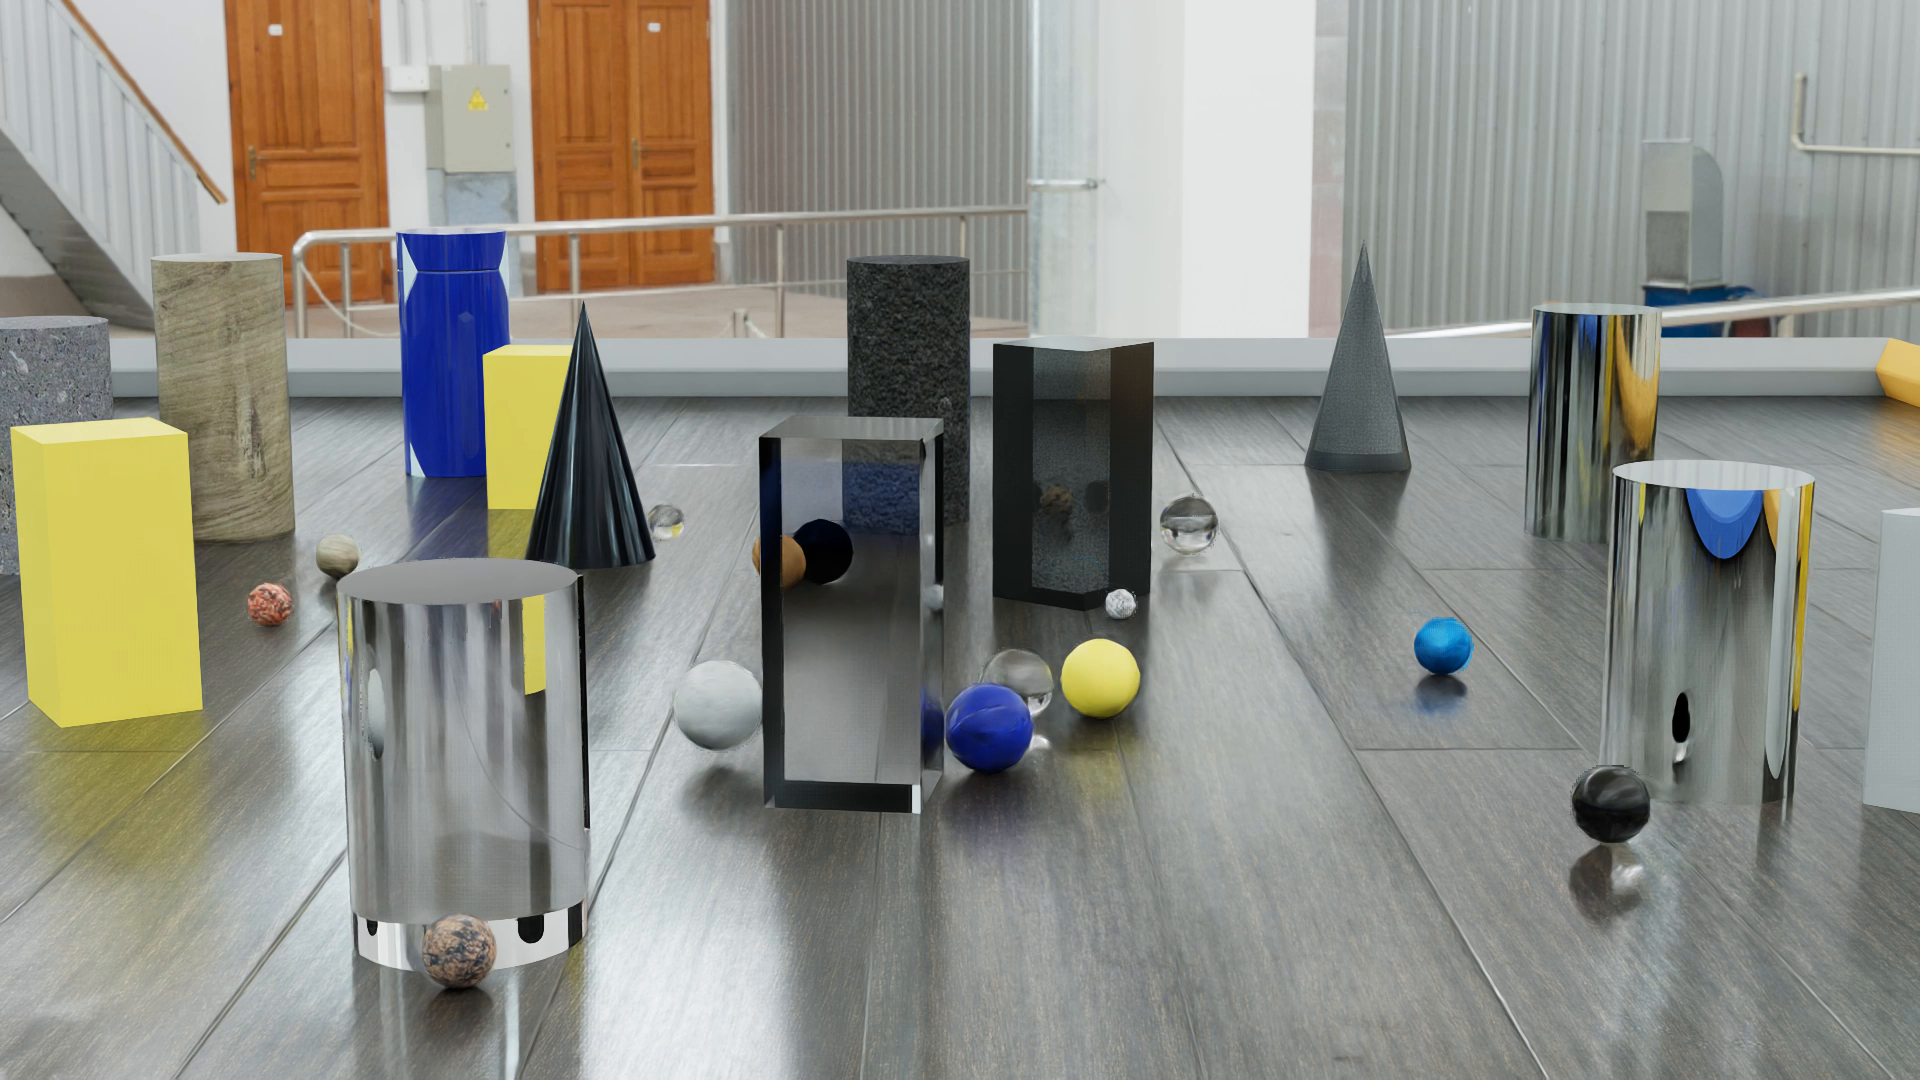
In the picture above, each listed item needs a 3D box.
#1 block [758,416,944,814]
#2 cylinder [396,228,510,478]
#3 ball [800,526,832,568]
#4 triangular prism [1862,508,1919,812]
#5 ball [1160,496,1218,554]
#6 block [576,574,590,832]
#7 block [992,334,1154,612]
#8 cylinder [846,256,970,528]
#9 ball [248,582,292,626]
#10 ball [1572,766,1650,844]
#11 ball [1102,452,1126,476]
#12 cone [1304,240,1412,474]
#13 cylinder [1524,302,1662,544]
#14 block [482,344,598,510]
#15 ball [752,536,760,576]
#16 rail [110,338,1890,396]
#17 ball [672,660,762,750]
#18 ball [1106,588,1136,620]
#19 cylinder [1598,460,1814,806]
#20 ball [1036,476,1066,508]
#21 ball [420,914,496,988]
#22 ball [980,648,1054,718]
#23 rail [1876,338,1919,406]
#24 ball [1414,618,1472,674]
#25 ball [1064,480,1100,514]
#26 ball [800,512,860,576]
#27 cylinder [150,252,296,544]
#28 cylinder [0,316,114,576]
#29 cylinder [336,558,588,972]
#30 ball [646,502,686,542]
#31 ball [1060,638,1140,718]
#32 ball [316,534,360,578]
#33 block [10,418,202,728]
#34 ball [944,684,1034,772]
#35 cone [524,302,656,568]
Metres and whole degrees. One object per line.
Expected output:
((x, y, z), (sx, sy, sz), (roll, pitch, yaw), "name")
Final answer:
((-0.106, 0.071, 2.581), (0.157, 0.371, 0.157), (1, 11, 8), "block")
((-0.910, -0.341, 4.634), (0.197, 0.433, 0.197), (0, 10, 0), "cylinder")
((-0.219, 0.011, 3.757), (0.061, 0.061, 0.061), (0, 10, 0), "ball")
((1.015, 0.117, 2.543), (0.170, 0.295, 0.148), (8, 13, 38), "triangular prism")
((0.344, -0.023, 3.863), (0.089, 0.089, 0.089), (0, 10, 0), "ball")
((-0.463, 0.162, 2.420), (0.157, 0.250, 0.157), (5, 12, 26), "block")
((0.156, -0.097, 3.539), (0.157, 0.352, 0.157), (8, 13, 38), "block")
((-0.083, -0.241, 4.133), (0.197, 0.420, 0.197), (0, 10, 0), "cylinder")
((-0.907, 0.085, 3.370), (0.057, 0.057, 0.057), (0, 10, 0), "ball")
((0.616, 0.251, 2.429), (0.073, 0.073, 0.073), (0, 10, 0), "ball")
((0.275, -0.136, 4.598), (0.043, 0.043, 0.043), (0, 10, 0), "ball")
((0.733, -0.344, 4.690), (0.197, 0.418, 0.197), (0, 10, 0), "cone")
((0.989, -0.186, 4.016), (0.197, 0.353, 0.197), (0, 10, 0), "cylinder")
((-0.700, -0.191, 4.311), (0.157, 0.256, 0.157), (1, 11, 4), "block")
((-0.250, 0.023, 3.620), (0.087, 0.087, 0.087), (0, 10, 0), "ball")
((-0.013, -0.380, 5.676), (4.163, 0.128, 0.045), (0, 10, 0), "rail")
((-0.255, 0.175, 2.714), (0.096, 0.096, 0.096), (0, 10, 0), "ball")
((0.213, 0.085, 3.413), (0.040, 0.040, 0.040), (0, 10, 0), "ball")
((0.761, 0.090, 2.621), (0.197, 0.318, 0.197), (0, 10, 0), "cylinder")
((0.152, -0.079, 4.264), (0.053, 0.053, 0.053), (0, 10, 0), "ball")
((-0.400, 0.328, 2.050), (0.059, 0.059, 0.059), (0, 10, 0), "ball")
((0.063, 0.163, 2.876), (0.083, 0.083, 0.083), (0, 10, 0), "ball")
((2.058, 0.031, 3.461), (0.045, 0.128, 4.577), (0, 10, 0), "rail")
((0.583, 0.129, 3.101), (0.068, 0.068, 0.068), (0, 10, 0), "ball")
((0.200, -0.070, 4.205), (0.057, 0.057, 0.057), (0, 10, 0), "ball")
((-0.189, 0.007, 3.687), (0.091, 0.091, 0.091), (0, 10, 0), "ball")
((-1.149, -0.225, 4.006), (0.197, 0.433, 0.197), (0, 10, 0), "cylinder")
((-1.344, -0.142, 3.770), (0.197, 0.357, 0.197), (0, 10, 0), "cylinder")
((-0.416, 0.184, 2.153), (0.197, 0.306, 0.197), (0, 10, 0), "cylinder")
((-0.454, -0.028, 3.967), (0.060, 0.060, 0.060), (0, 10, 0), "ball")
((0.158, 0.156, 2.894), (0.089, 0.089, 0.089), (0, 10, 0), "ball")
((-0.895, 0.023, 3.689), (0.063, 0.063, 0.063), (0, 10, 0), "ball")
((-0.975, 0.032, 2.932), (0.157, 0.319, 0.157), (-6, 12, -31), "block")
((0.030, 0.196, 2.672), (0.093, 0.093, 0.093), (0, 10, 0), "ball")
((-0.555, -0.165, 3.815), (0.197, 0.385, 0.197), (0, 10, 0), "cone")
